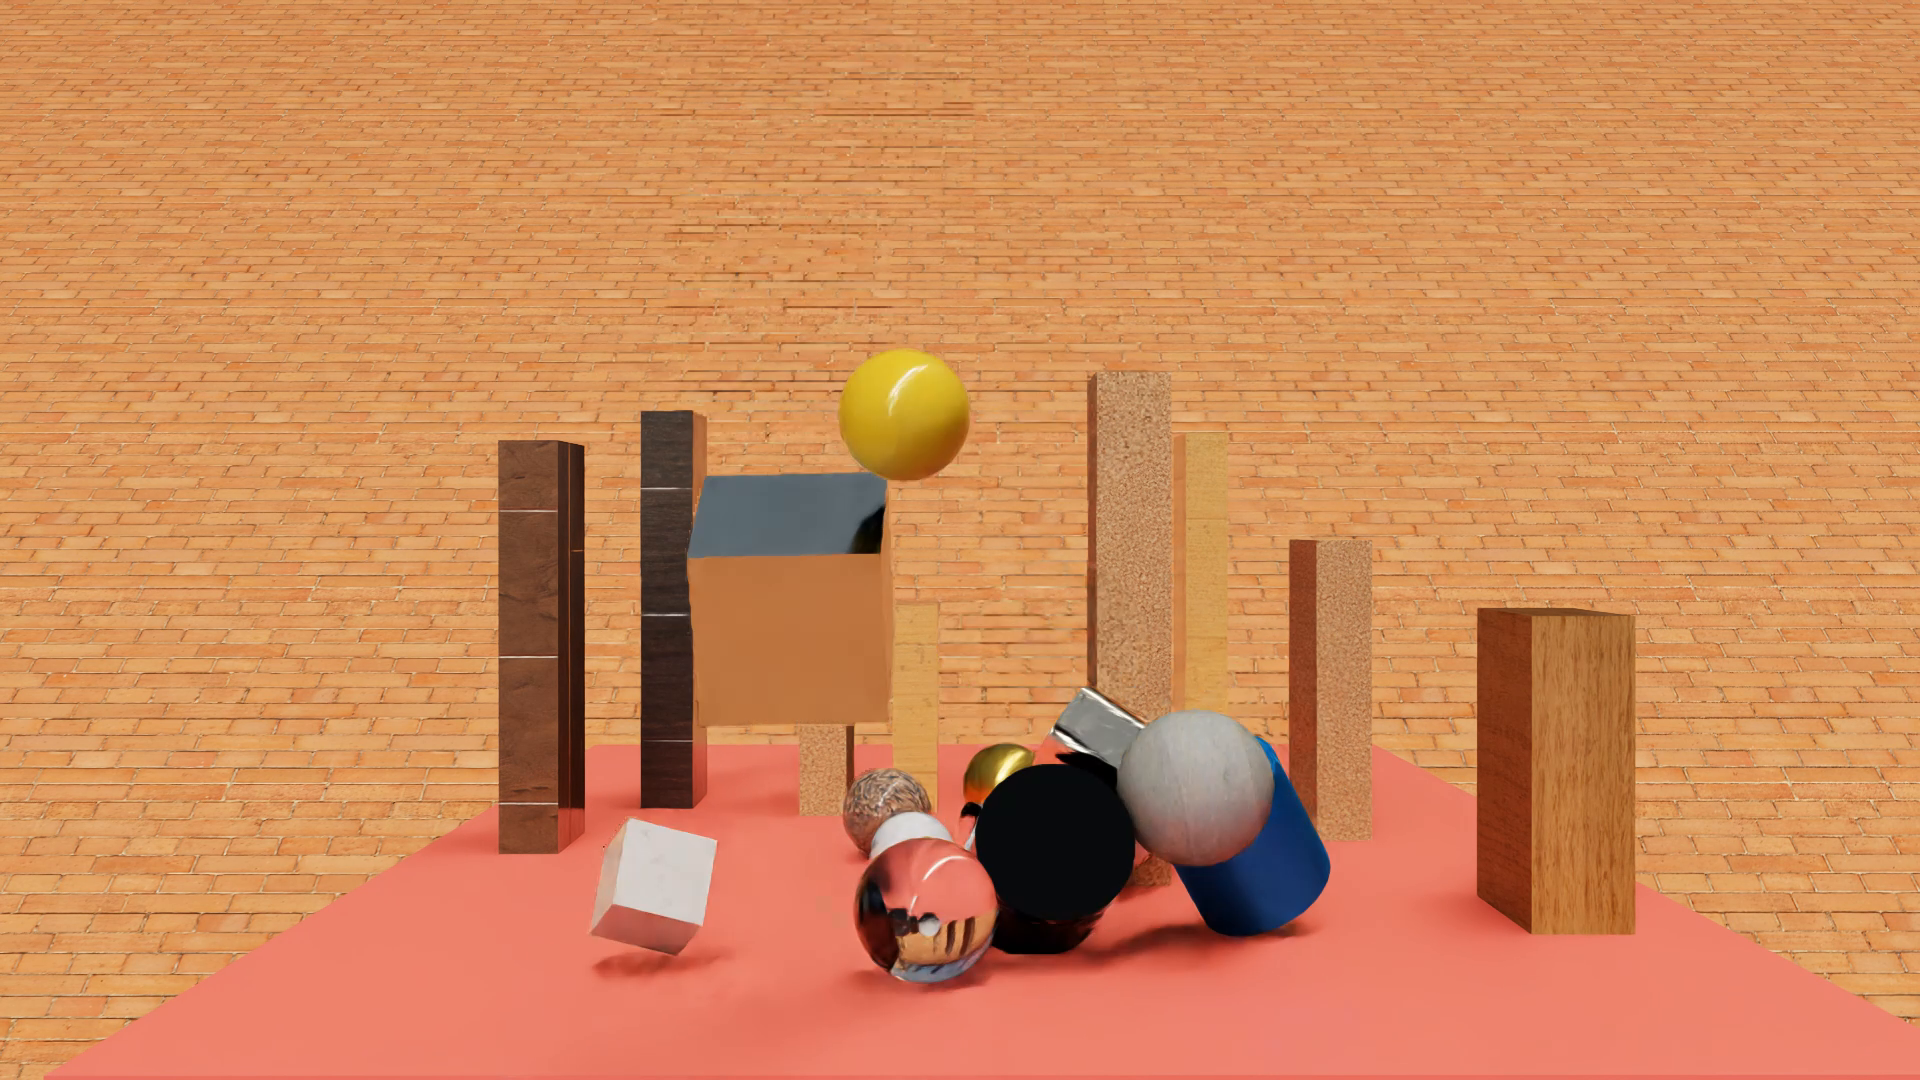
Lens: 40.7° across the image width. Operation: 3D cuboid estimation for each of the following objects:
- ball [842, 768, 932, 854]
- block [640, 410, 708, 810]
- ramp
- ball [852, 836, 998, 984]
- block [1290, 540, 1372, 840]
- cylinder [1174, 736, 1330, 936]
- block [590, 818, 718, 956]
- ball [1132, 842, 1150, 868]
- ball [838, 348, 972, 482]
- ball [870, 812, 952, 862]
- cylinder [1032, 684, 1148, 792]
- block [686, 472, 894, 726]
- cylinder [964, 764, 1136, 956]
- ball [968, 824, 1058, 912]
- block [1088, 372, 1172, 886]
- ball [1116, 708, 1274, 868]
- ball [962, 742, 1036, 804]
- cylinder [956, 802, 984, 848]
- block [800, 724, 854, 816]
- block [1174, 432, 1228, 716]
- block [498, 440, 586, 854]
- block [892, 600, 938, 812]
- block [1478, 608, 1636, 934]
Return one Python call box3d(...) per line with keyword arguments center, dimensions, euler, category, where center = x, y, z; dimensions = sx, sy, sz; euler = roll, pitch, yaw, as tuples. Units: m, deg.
box3d(center=(-0.124, 0.461, 4.370), dimensions=(0.152, 0.152, 0.152), euler=(0, 29, 0), category="ball")
box3d(center=(-0.581, 0.138, 5.268), dimensions=(0.103, 0.789, 0.297), euler=(0, 0, 0), category="block")
box3d(center=(0.065, 0.585, 4.634), dimensions=(2.000, 0.100, 4.000), euler=(0, 0, 0), category="ramp")
box3d(center=(-0.042, 0.453, 3.169), dimensions=(0.178, 0.178, 0.178), euler=(0, 29, 0), category="ball")
box3d(center=(0.683, 0.267, 4.784), dimensions=(0.099, 0.535, 0.379), euler=(0, 0, 0), category="block")
box3d(center=(0.380, 0.403, 3.540), dimensions=(0.195, 0.195, 0.195), euler=(-23, 28, 13), category="cylinder")
box3d(center=(-0.387, 0.438, 3.262), dimensions=(0.116, 0.116, 0.116), euler=(17, 57, -15), category="block")
box3d(center=(0.225, 0.426, 3.939), dimensions=(0.167, 0.167, 0.167), euler=(0, 29, 0), category="ball")
box3d(center=(-0.058, -0.131, 2.705), dimensions=(0.140, 0.140, 0.140), euler=(0, 29, 0), category="ball")
box3d(center=(-0.072, 0.475, 3.909), dimensions=(0.129, 0.129, 0.129), euler=(0, 29, 0), category="ball")
box3d(center=(0.198, 0.296, 3.552), dimensions=(0.141, 0.141, 0.141), euler=(34, 39, 12), category="cylinder")
box3d(center=(-0.175, 0.061, 2.746), dimensions=(0.197, 0.197, 0.197), euler=(-1, 26, 1), category="block")
box3d(center=(0.108, 0.416, 3.336), dimensions=(0.204, 0.204, 0.204), euler=(3, 67, -6), category="cylinder")
box3d(center=(0.077, 0.475, 3.746), dimensions=(0.129, 0.129, 0.129), euler=(0, 29, 0), category="ball")
box3d(center=(0.270, 0.138, 4.148), dimensions=(0.116, 0.799, 0.255), euler=(0, 0, 0), category="block")
box3d(center=(0.303, 0.319, 3.331), dimensions=(0.203, 0.203, 0.203), euler=(0, 29, 0), category="ball")
box3d(center=(0.086, 0.453, 4.754), dimensions=(0.163, 0.163, 0.163), euler=(0, 29, 0), category="ball")
box3d(center=(0.078, 0.474, 4.080), dimensions=(0.127, 0.127, 0.127), euler=(0, 27, -25), category="cylinder")
box3d(center=(-0.265, 0.206, 5.187), dimensions=(0.090, 0.653, 0.395), euler=(0, 0, 0), category="block")
box3d(center=(0.518, 0.152, 5.584), dimensions=(0.088, 0.756, 0.308), euler=(0, 0, 0), category="block")
box3d(center=(-0.737, 0.182, 4.572), dimensions=(0.102, 0.707, 0.316), euler=(0, 0, 0), category="block")
box3d(center=(-0.088, 0.329, 5.228), dimensions=(0.087, 0.405, 0.340), euler=(0, 0, 0), category="block")
box3d(center=(0.853, 0.321, 3.725), dimensions=(0.142, 0.436, 0.372), euler=(0, 0, 0), category="block")
